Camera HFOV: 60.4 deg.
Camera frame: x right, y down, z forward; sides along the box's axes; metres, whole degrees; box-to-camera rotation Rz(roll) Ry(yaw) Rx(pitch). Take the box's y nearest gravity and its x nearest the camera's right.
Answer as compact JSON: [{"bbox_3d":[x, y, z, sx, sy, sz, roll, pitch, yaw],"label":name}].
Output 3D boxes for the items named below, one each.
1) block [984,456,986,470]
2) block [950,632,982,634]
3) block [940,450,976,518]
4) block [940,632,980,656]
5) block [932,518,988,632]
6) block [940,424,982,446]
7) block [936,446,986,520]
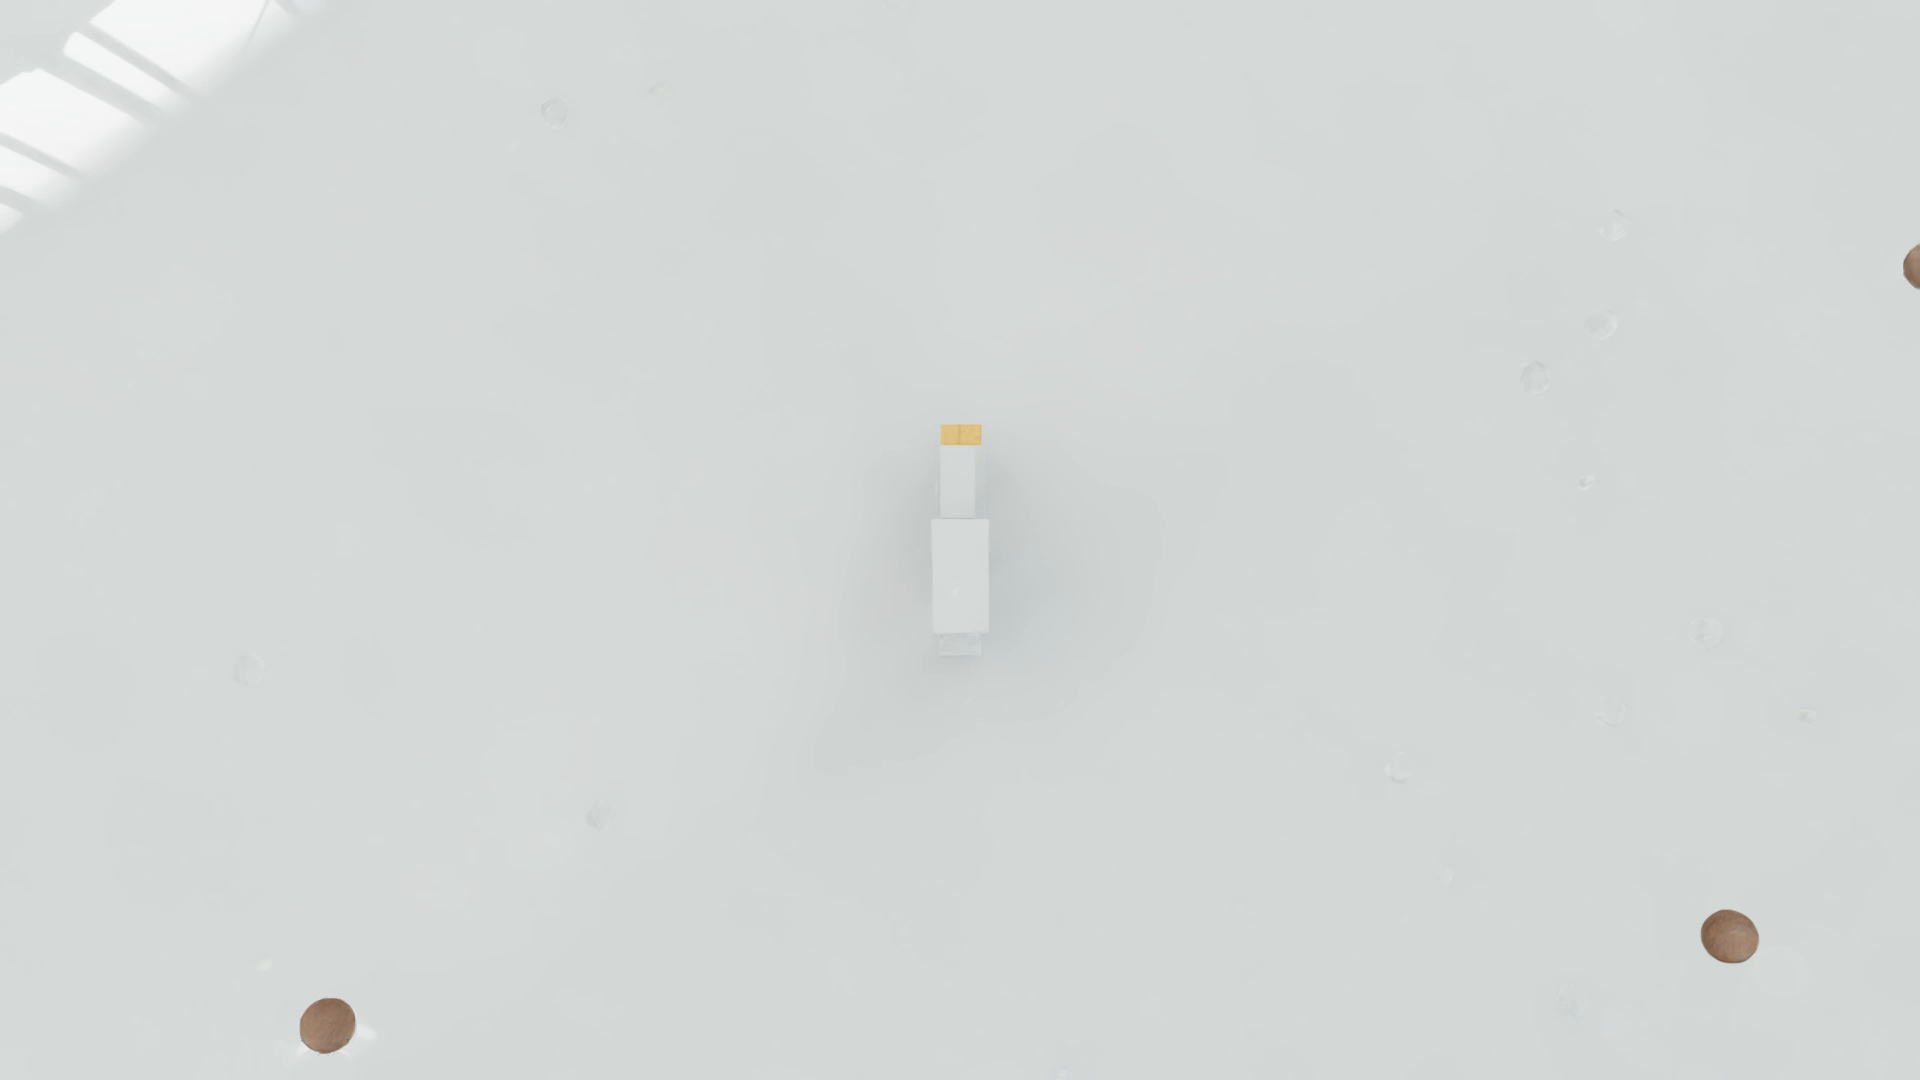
[{"bbox_3d":[0.004,-0.231,5.061,0.144,0.288,0.041,0,90,0],"label":"block"},{"bbox_3d":[-0.002,0.144,4.916,0.132,0.037,0.265,0,90,0],"label":"block"},{"bbox_3d":[-0.007,-0.158,4.666,0.098,0.028,0.196,0,90,0],"label":"block"},{"bbox_3d":[0.000,0.233,5.218,0.132,0.037,0.264,0,90,0],"label":"block"},{"bbox_3d":[0.001,0.098,4.542,0.156,0.044,0.312,0,90,0],"label":"block"},{"bbox_3d":[0.003,-0.235,5.223,0.129,0.037,0.258,0,90,0],"label":"block"},{"bbox_3d":[0.002,-0.136,4.897,0.144,0.041,0.288,0,90,0],"label":"block"}]
